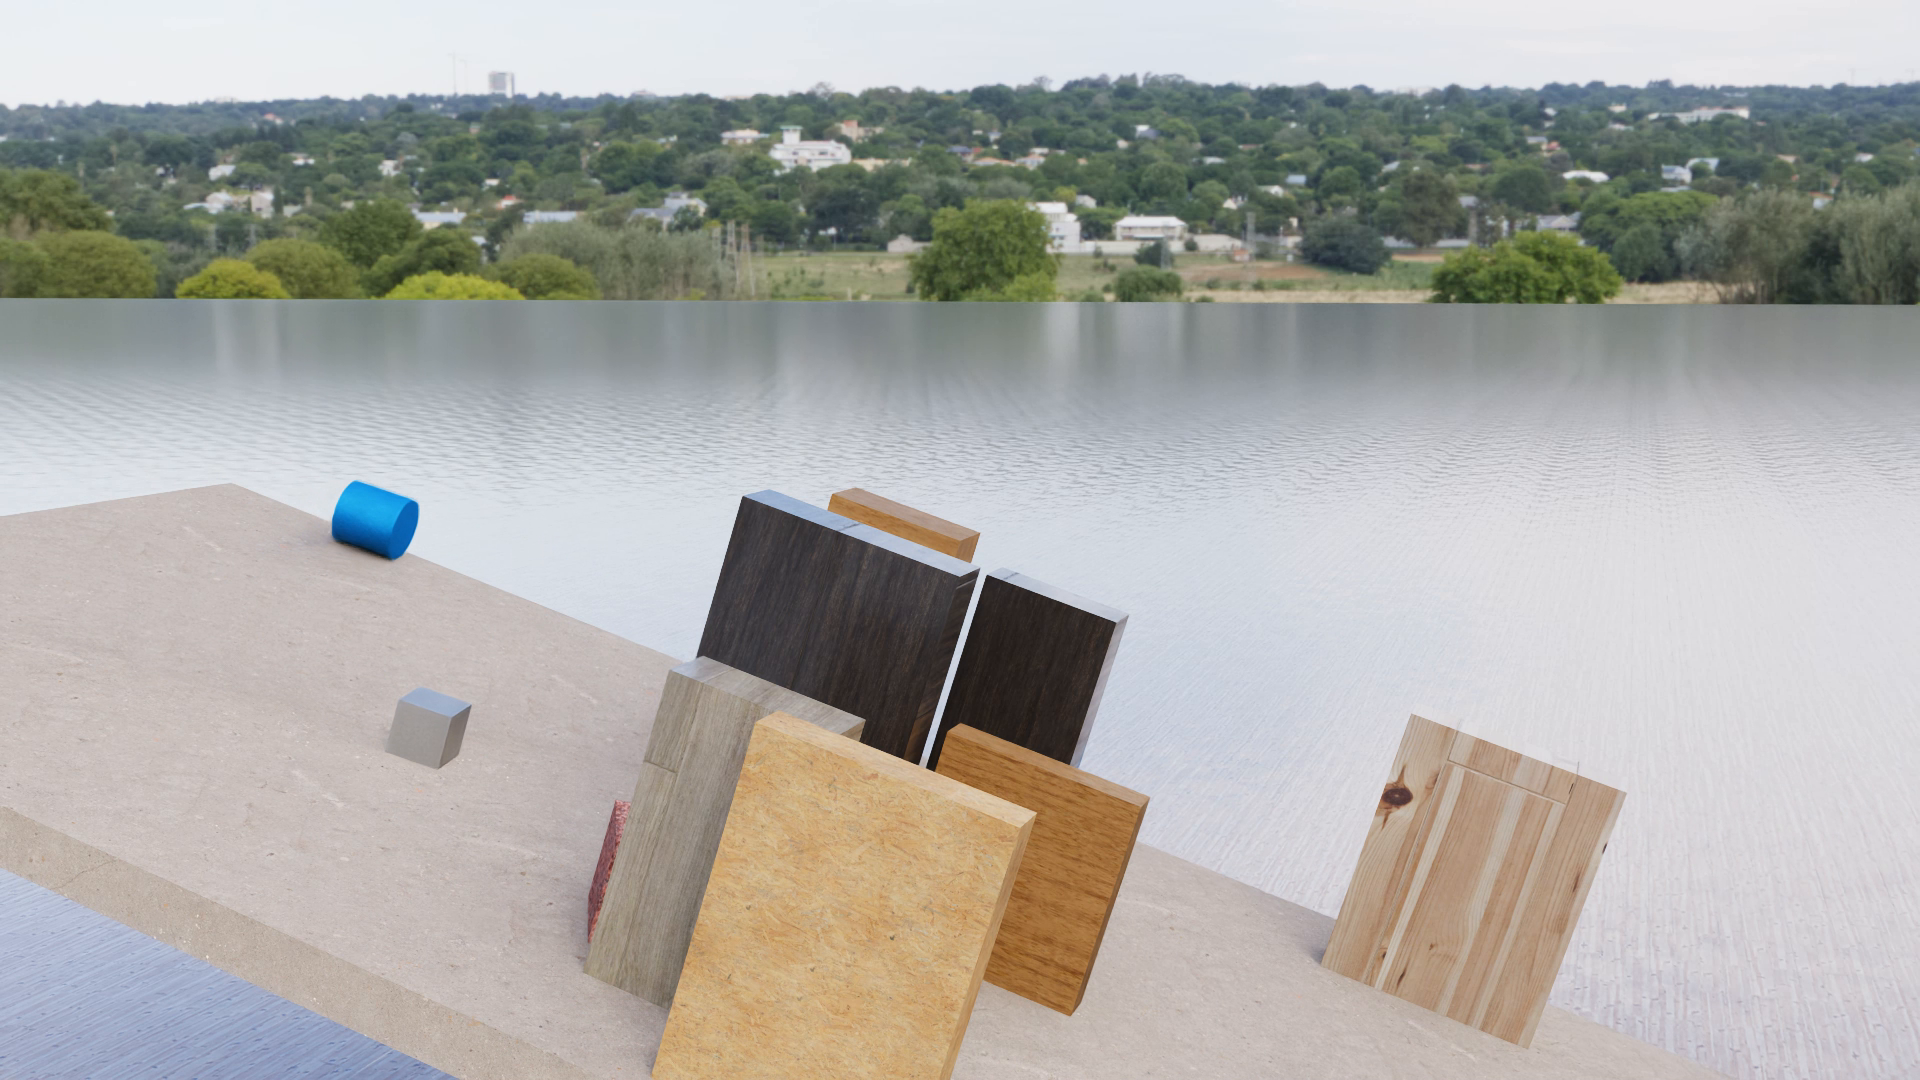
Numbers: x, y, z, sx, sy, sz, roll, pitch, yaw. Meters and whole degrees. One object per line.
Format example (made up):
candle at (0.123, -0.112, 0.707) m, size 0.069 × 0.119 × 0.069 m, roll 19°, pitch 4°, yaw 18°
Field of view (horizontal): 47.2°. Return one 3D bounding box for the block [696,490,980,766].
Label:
block at (-0.278, 0.325, 3.953) m, size 0.420 × 0.727 × 0.127 m, roll 20°, pitch 12°, yaw 14°

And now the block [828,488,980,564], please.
block at (-0.204, 0.243, 4.660) m, size 0.292 × 0.638 × 0.147 m, roll 20°, pitch 12°, yaw 14°

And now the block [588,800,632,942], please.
block at (-0.520, 0.582, 3.755) m, size 0.186 × 0.186 × 0.186 m, roll 15°, pitch 12°, yaw -13°

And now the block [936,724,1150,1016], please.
block at (0.100, 0.598, 4.006) m, size 0.375 × 0.415 × 0.080 m, roll 20°, pitch 12°, yaw 14°

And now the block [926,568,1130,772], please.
block at (0.103, 0.400, 4.399) m, size 0.275 × 0.627 × 0.114 m, roll 20°, pitch 12°, yaw 14°

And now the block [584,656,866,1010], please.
block at (-0.379, 0.492, 3.522) m, size 0.293 × 0.530 × 0.130 m, roll 20°, pitch 12°, yaw 14°

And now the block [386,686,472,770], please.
block at (-1.024, 0.362, 4.240) m, size 0.109 × 0.109 × 0.109 m, roll 18°, pitch 12°, yaw 5°

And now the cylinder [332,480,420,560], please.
cylinder at (-1.442, -0.049, 5.428) m, size 0.155 × 0.155 × 0.155 m, roll 19°, pitch 9°, yaw 7°

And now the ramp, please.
ramp at (-0.360, 0.683, 4.228) m, size 4.000 × 0.100 × 2.000 m, roll 20°, pitch 12°, yaw 14°

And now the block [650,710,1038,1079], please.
block at (-0.176, 0.596, 3.215) m, size 0.415 × 0.578 × 0.089 m, roll 20°, pitch 12°, yaw 14°

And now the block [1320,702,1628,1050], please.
block at (1.060, 0.691, 4.553) m, size 0.448 × 0.576 × 0.123 m, roll 20°, pitch 12°, yaw 14°
